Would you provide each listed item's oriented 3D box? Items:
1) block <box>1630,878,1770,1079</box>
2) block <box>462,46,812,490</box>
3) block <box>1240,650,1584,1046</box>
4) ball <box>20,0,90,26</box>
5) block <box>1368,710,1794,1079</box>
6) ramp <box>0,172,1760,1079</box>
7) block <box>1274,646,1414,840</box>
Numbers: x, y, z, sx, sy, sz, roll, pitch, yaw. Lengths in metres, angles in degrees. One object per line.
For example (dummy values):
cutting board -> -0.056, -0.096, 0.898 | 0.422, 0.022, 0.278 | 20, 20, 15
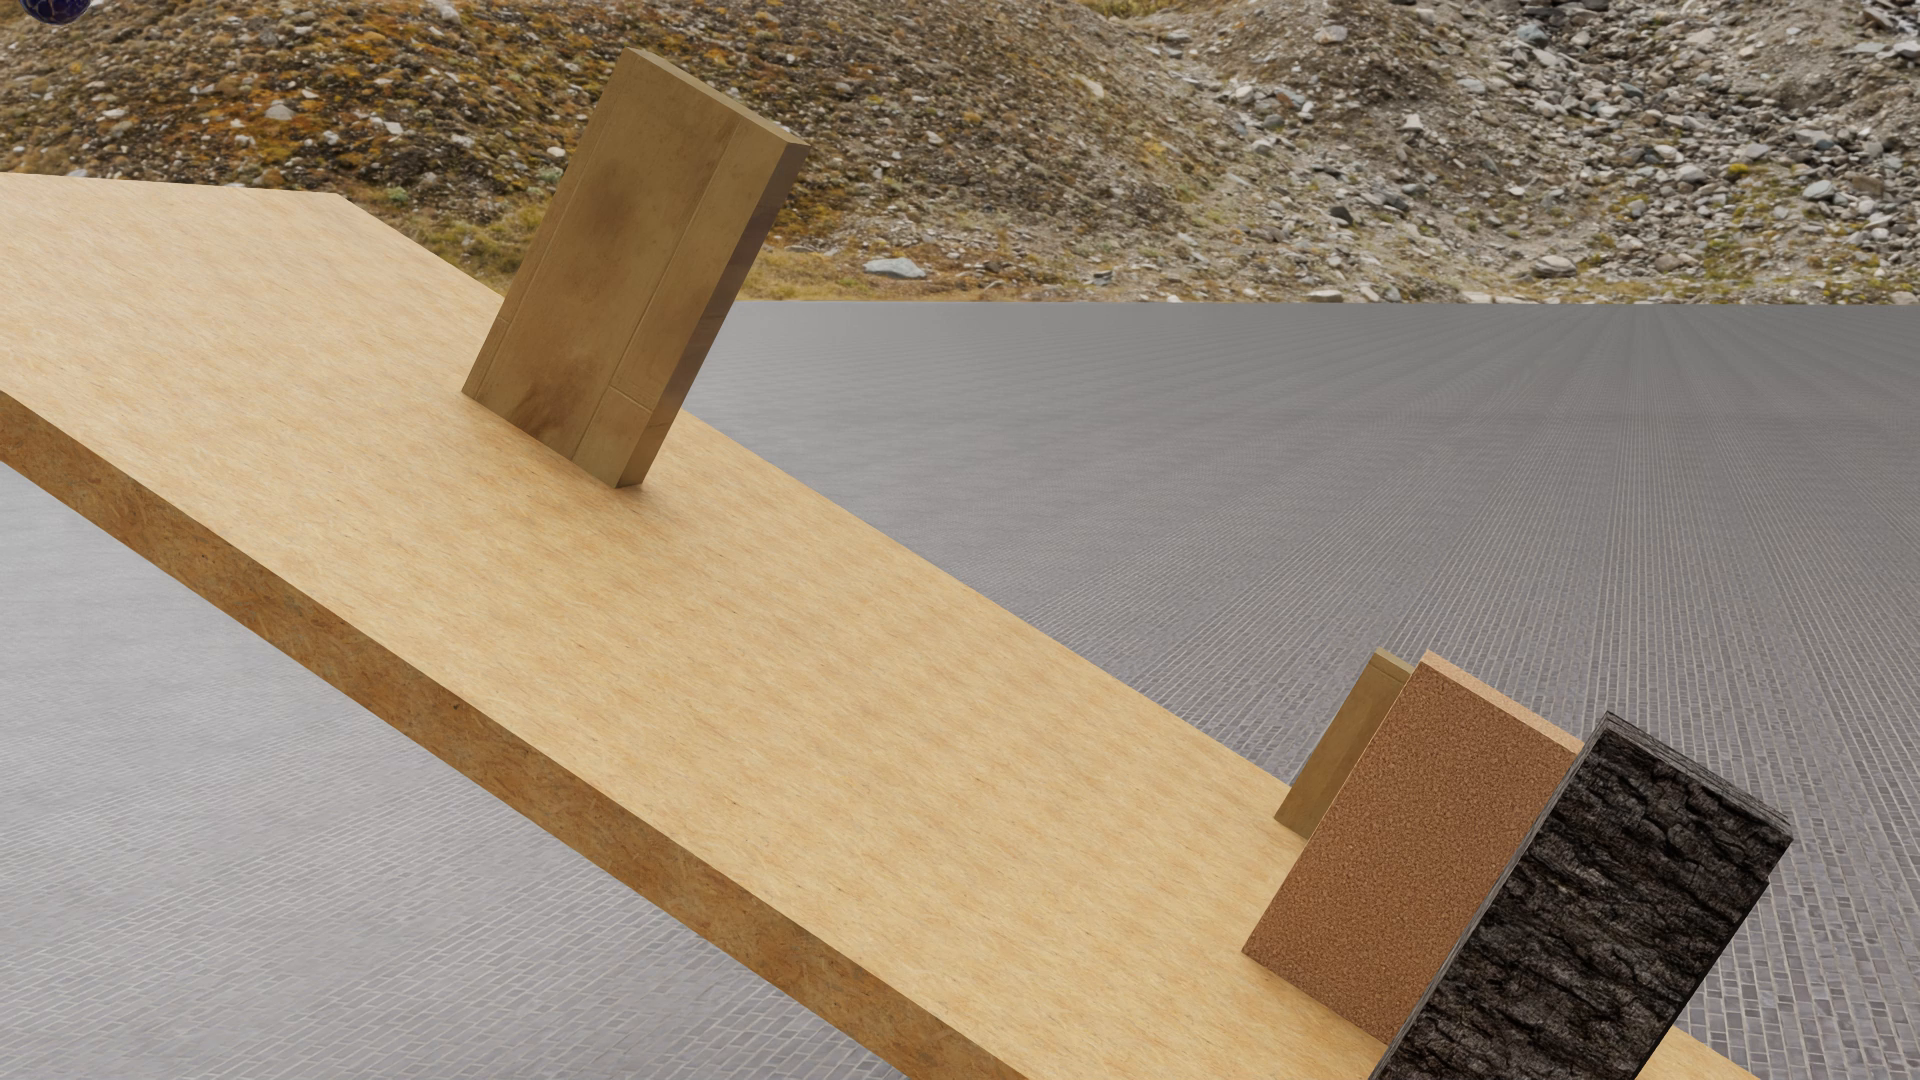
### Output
block -> 0.957, 0.716, 3.436 | 0.269, 0.659, 0.106 | 32, 15, 11
block -> -0.662, -0.546, 4.462 | 0.394, 0.787, 0.131 | 32, 15, 11
block -> 0.783, 0.536, 3.822 | 0.309, 0.612, 0.125 | 32, 15, 11
ball -> -1.749, -1.063, 4.246 | 0.135, 0.135, 0.135 | 0, 7, 0
block -> 0.843, 0.658, 3.157 | 0.285, 0.788, 0.128 | 32, 15, 11
ramp -> -0.198, 0.326, 4.135 | 4.000, 0.100, 2.000 | 32, 15, 11
block -> 0.945, 0.513, 4.599 | 0.416, 0.420, 0.081 | 32, 15, 11
